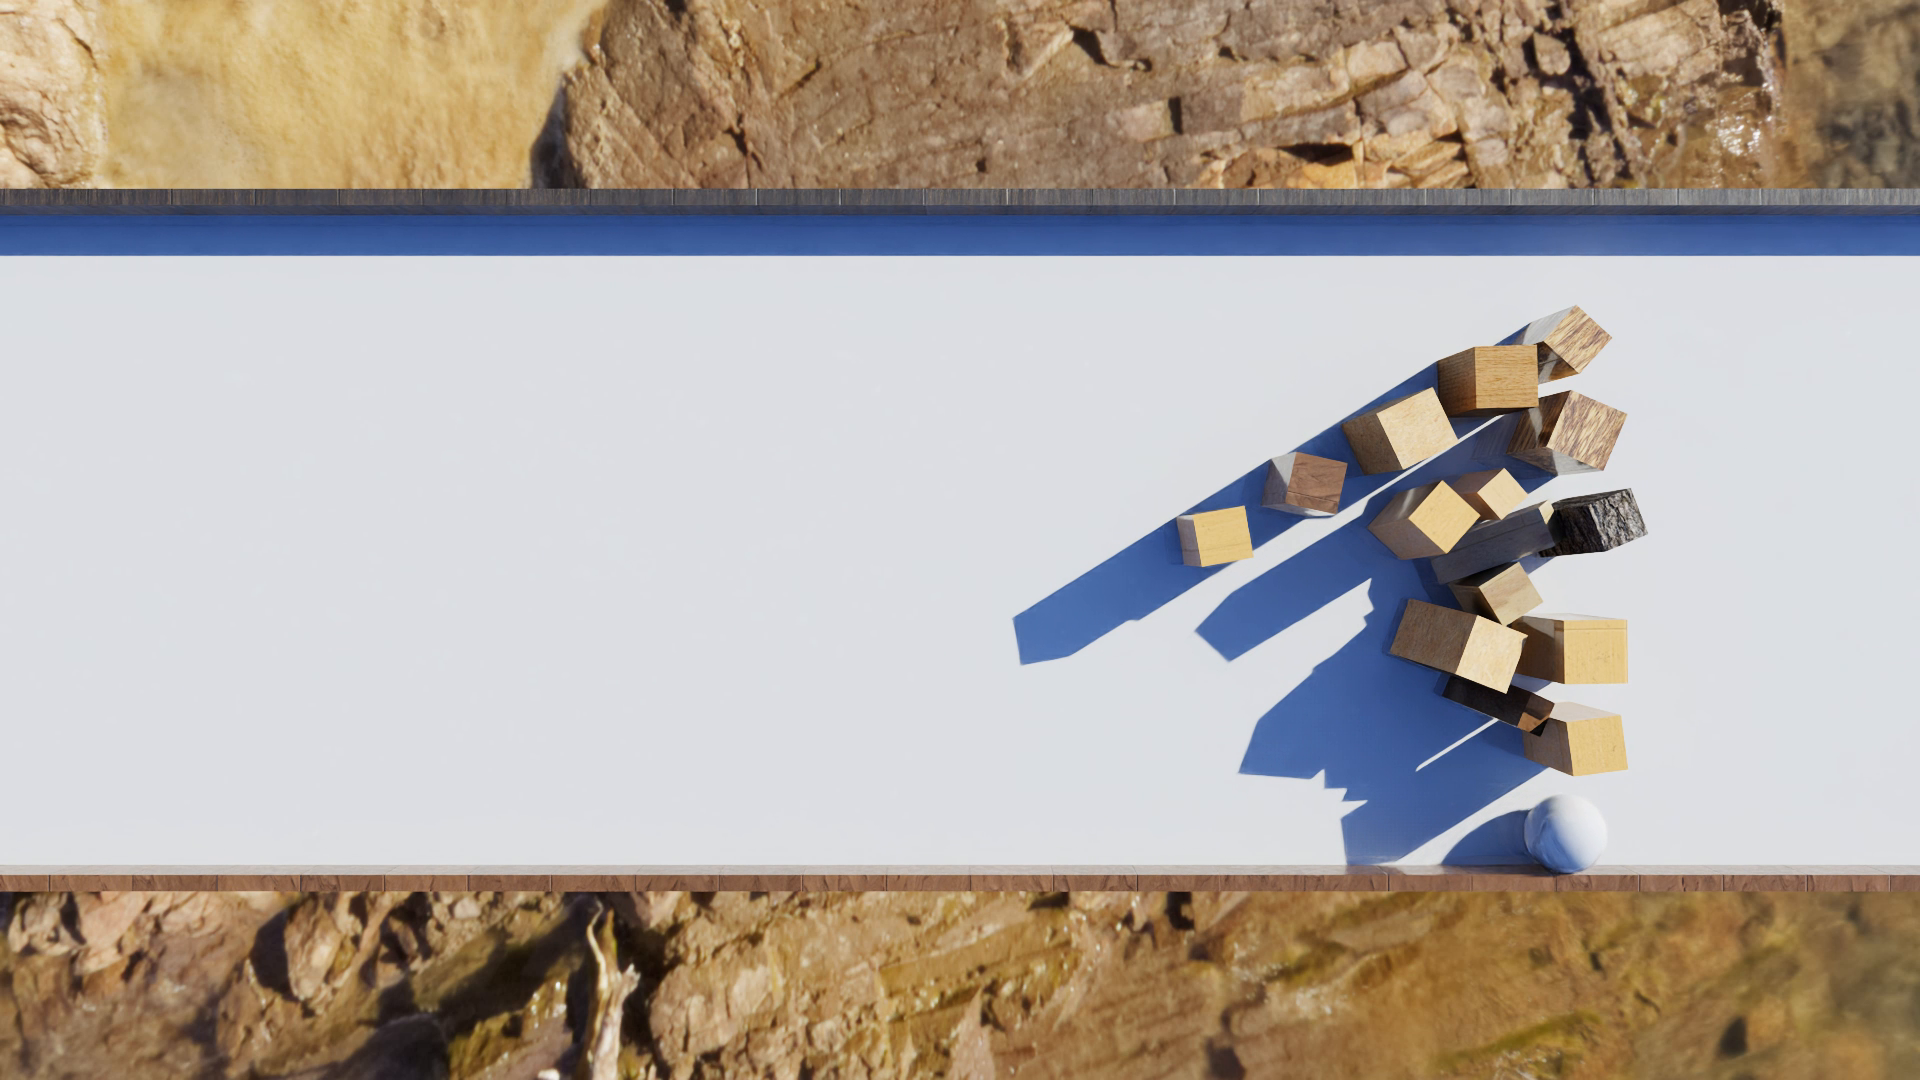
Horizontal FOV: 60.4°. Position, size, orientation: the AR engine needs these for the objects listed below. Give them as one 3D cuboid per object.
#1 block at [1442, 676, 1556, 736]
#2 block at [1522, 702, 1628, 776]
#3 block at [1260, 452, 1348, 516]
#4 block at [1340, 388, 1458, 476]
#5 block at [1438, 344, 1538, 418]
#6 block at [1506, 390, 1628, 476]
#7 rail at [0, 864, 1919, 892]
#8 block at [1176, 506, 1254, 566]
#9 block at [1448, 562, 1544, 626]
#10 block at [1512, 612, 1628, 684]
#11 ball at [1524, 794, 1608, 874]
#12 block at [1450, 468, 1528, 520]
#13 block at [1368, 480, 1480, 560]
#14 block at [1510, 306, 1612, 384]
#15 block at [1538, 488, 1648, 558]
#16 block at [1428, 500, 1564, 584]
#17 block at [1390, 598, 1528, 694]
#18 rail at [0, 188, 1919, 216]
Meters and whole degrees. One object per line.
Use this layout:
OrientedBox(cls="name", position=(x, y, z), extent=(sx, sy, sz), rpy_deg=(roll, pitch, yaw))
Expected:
OrientedBox(cls="block", position=(1.602, 0.476, 4.919), extent=(0.108, 0.308, 0.108), rpy_deg=(23, 91, -30))
OrientedBox(cls="block", position=(1.807, 0.584, 4.876), extent=(0.156, 0.402, 0.156), rpy_deg=(-8, 90, 0))
OrientedBox(cls="block", position=(1.014, -0.162, 4.885), extent=(0.150, 0.382, 0.150), rpy_deg=(13, 90, 0))
OrientedBox(cls="block", position=(1.286, -0.314, 4.854), extent=(0.174, 0.445, 0.174), rpy_deg=(-26, 90, 0))
OrientedBox(cls="block", position=(1.559, -0.466, 4.890), extent=(0.177, 0.373, 0.177), rpy_deg=(-2, 90, 0))
OrientedBox(cls="block", position=(1.795, -0.314, 4.897), extent=(0.177, 0.359, 0.177), rpy_deg=(23, 90, 0))
OrientedBox(cls="rail", position=(-2.247, 1.025, 5.001), extent=(12.000, 0.150, 0.050), rpy_deg=(0, 90, 0))
OrientedBox(cls="block", position=(0.751, -0.011, 4.893), extent=(0.150, 0.368, 0.150), rpy_deg=(-10, 90, 0))
OrientedBox(cls="block", position=(1.595, 0.158, 4.923), extent=(0.137, 0.306, 0.137), rpy_deg=(-32, 90, 0))
OrientedBox(cls="block", position=(1.790, 0.316, 4.863), extent=(0.180, 0.423, 0.180), rpy_deg=(-1, 90, -1))
OrientedBox(cls="ball", position=(1.819, 0.882, 4.959), extent=(0.236, 0.236, 0.236), rpy_deg=(0, 90, 0))
OrientedBox(cls="block", position=(1.551, -0.132, 4.894), extent=(0.104, 0.366, 0.104), rpy_deg=(-42, 90, 0))
OrientedBox(cls="block", position=(1.364, -0.054, 4.875), extent=(0.148, 0.392, 0.148), rpy_deg=(43, 85, 0))
OrientedBox(cls="block", position=(1.764, -0.573, 4.891), extent=(0.140, 0.370, 0.140), rpy_deg=(42, 90, 0))
OrientedBox(cls="block", position=(1.846, -0.047, 4.878), extent=(0.141, 0.379, 0.141), rpy_deg=(-21, 90, -9))
OrientedBox(cls="block", position=(1.594, 0.008, 4.923), extent=(0.363, 0.120, 0.120), rpy_deg=(-24, 90, 35))
OrientedBox(cls="block", position=(1.467, 0.309, 4.875), extent=(0.178, 0.368, 0.178), rpy_deg=(21, 90, -16))
OrientedBox(cls="rail", position=(-2.247, -1.025, 5.002), extent=(12.000, 0.150, 0.050), rpy_deg=(0, 90, 0))
